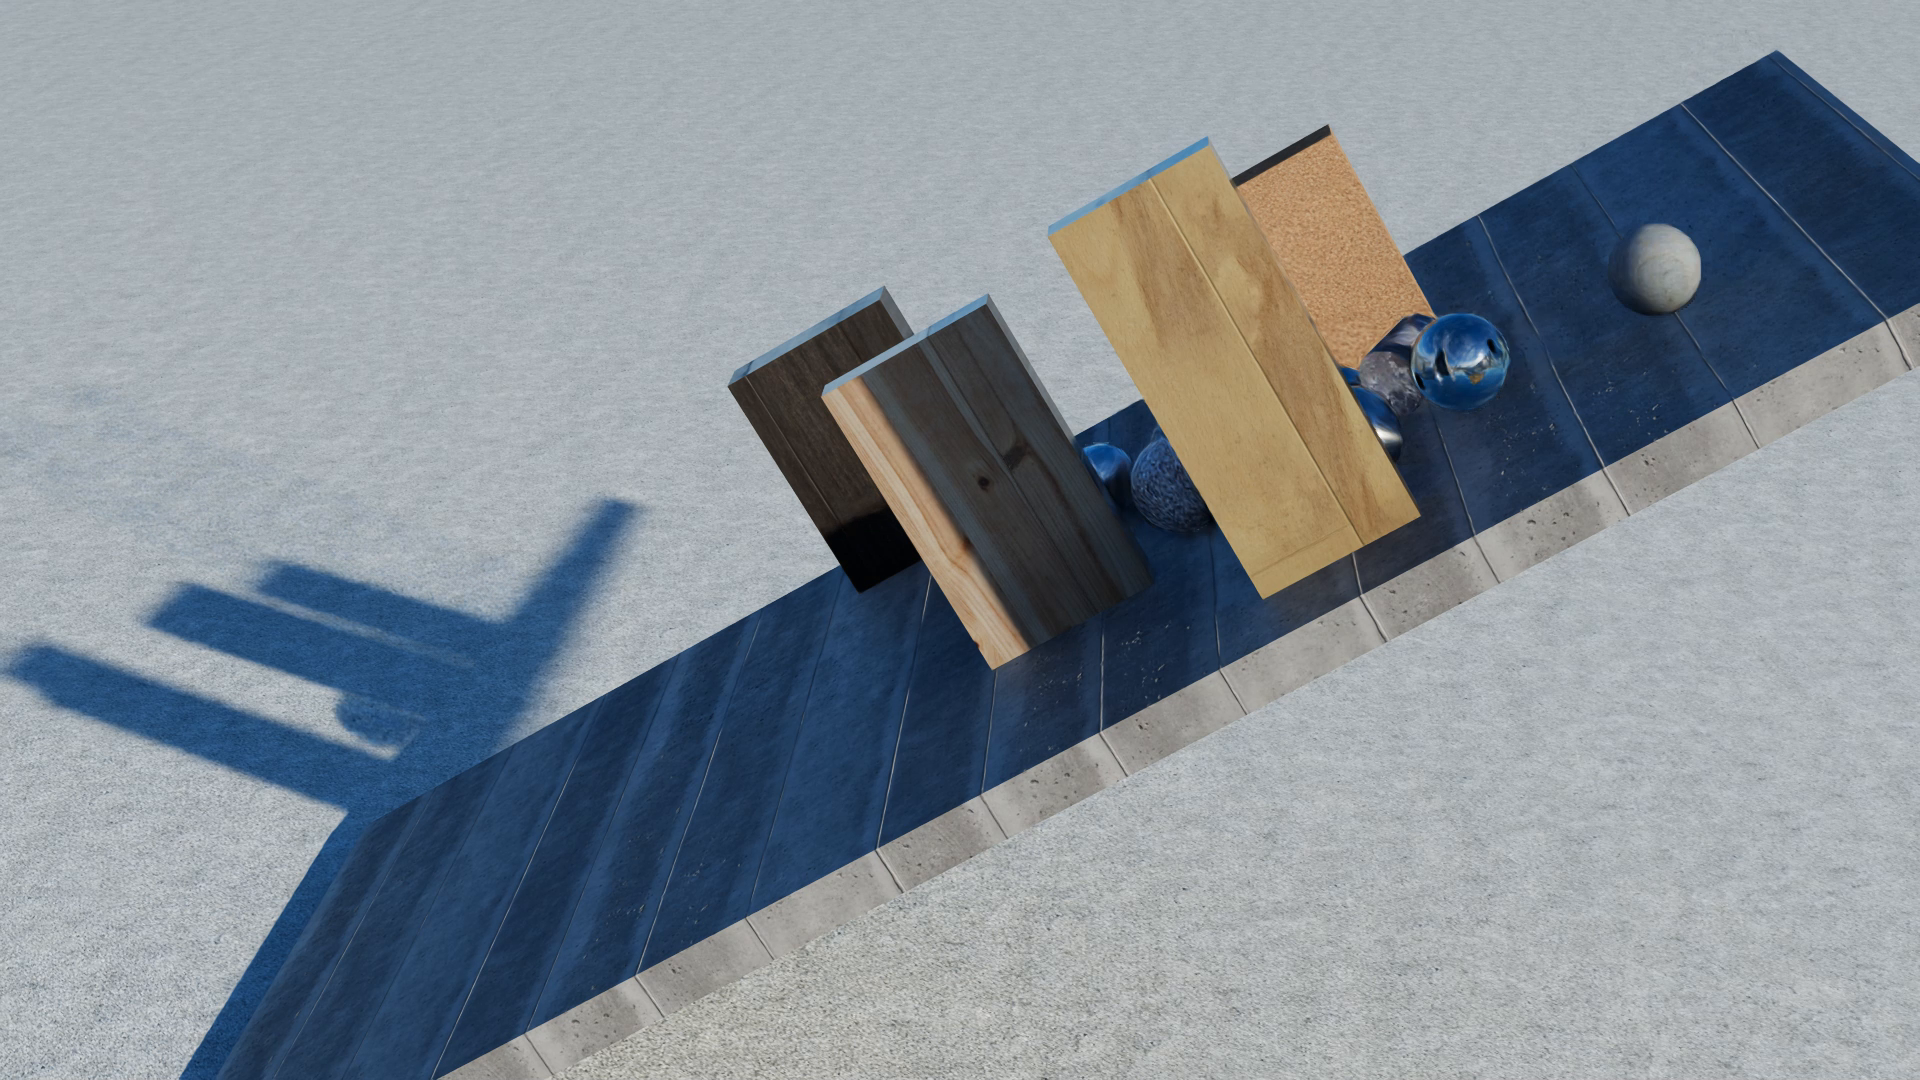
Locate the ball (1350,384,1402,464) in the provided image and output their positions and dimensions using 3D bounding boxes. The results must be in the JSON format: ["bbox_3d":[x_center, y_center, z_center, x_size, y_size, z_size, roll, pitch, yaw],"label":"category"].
[{"bbox_3d":[0.741,-0.193,5.630,0.209,0.209,0.209,0,19,0],"label":"ball"}]

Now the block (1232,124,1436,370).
[{"bbox_3d":[0.766,-0.587,6.306,0.331,0.495,0.113,-29,15,12],"label":"block"}]

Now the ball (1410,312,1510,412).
[{"bbox_3d":[0.969,-0.345,5.702,0.191,0.191,0.191,0,19,0],"label":"ball"}]

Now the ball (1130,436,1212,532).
[{"bbox_3d":[0.446,-0.116,6.006,0.197,0.197,0.197,0,19,0],"label":"ball"}]

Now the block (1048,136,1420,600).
[{"bbox_3d":[0.500,-0.305,5.333,0.328,0.789,0.085,-29,15,12],"label":"block"}]

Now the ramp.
[{"bbox_3d":[0.142,0.168,6.286,4.000,0.100,2.000,-29,15,12],"label":"ramp"}]

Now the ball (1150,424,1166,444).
[{"bbox_3d":[0.491,-0.198,6.224,0.176,0.176,0.176,0,19,0],"label":"ball"}]

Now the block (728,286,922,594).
[{"bbox_3d":[-0.208,-0.234,6.940,0.417,0.591,0.135,-29,15,12],"label":"block"}]

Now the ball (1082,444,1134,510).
[{"bbox_3d":[0.308,-0.130,6.410,0.159,0.159,0.159,0,19,0],"label":"ball"}]

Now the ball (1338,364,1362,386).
[{"bbox_3d":[0.775,-0.292,6.027,0.140,0.140,0.140,0,19,0],"label":"ball"}]

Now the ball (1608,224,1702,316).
[{"bbox_3d":[1.316,-0.513,5.575,0.175,0.175,0.175,0,19,0],"label":"ball"}]

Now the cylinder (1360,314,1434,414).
[{"bbox_3d":[0.908,-0.356,5.949,0.147,0.147,0.147,14,42,36],"label":"cylinder"}]

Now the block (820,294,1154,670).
[{"bbox_3d":[0.060,-0.111,5.850,0.377,0.660,0.084,-29,15,12],"label":"block"}]
